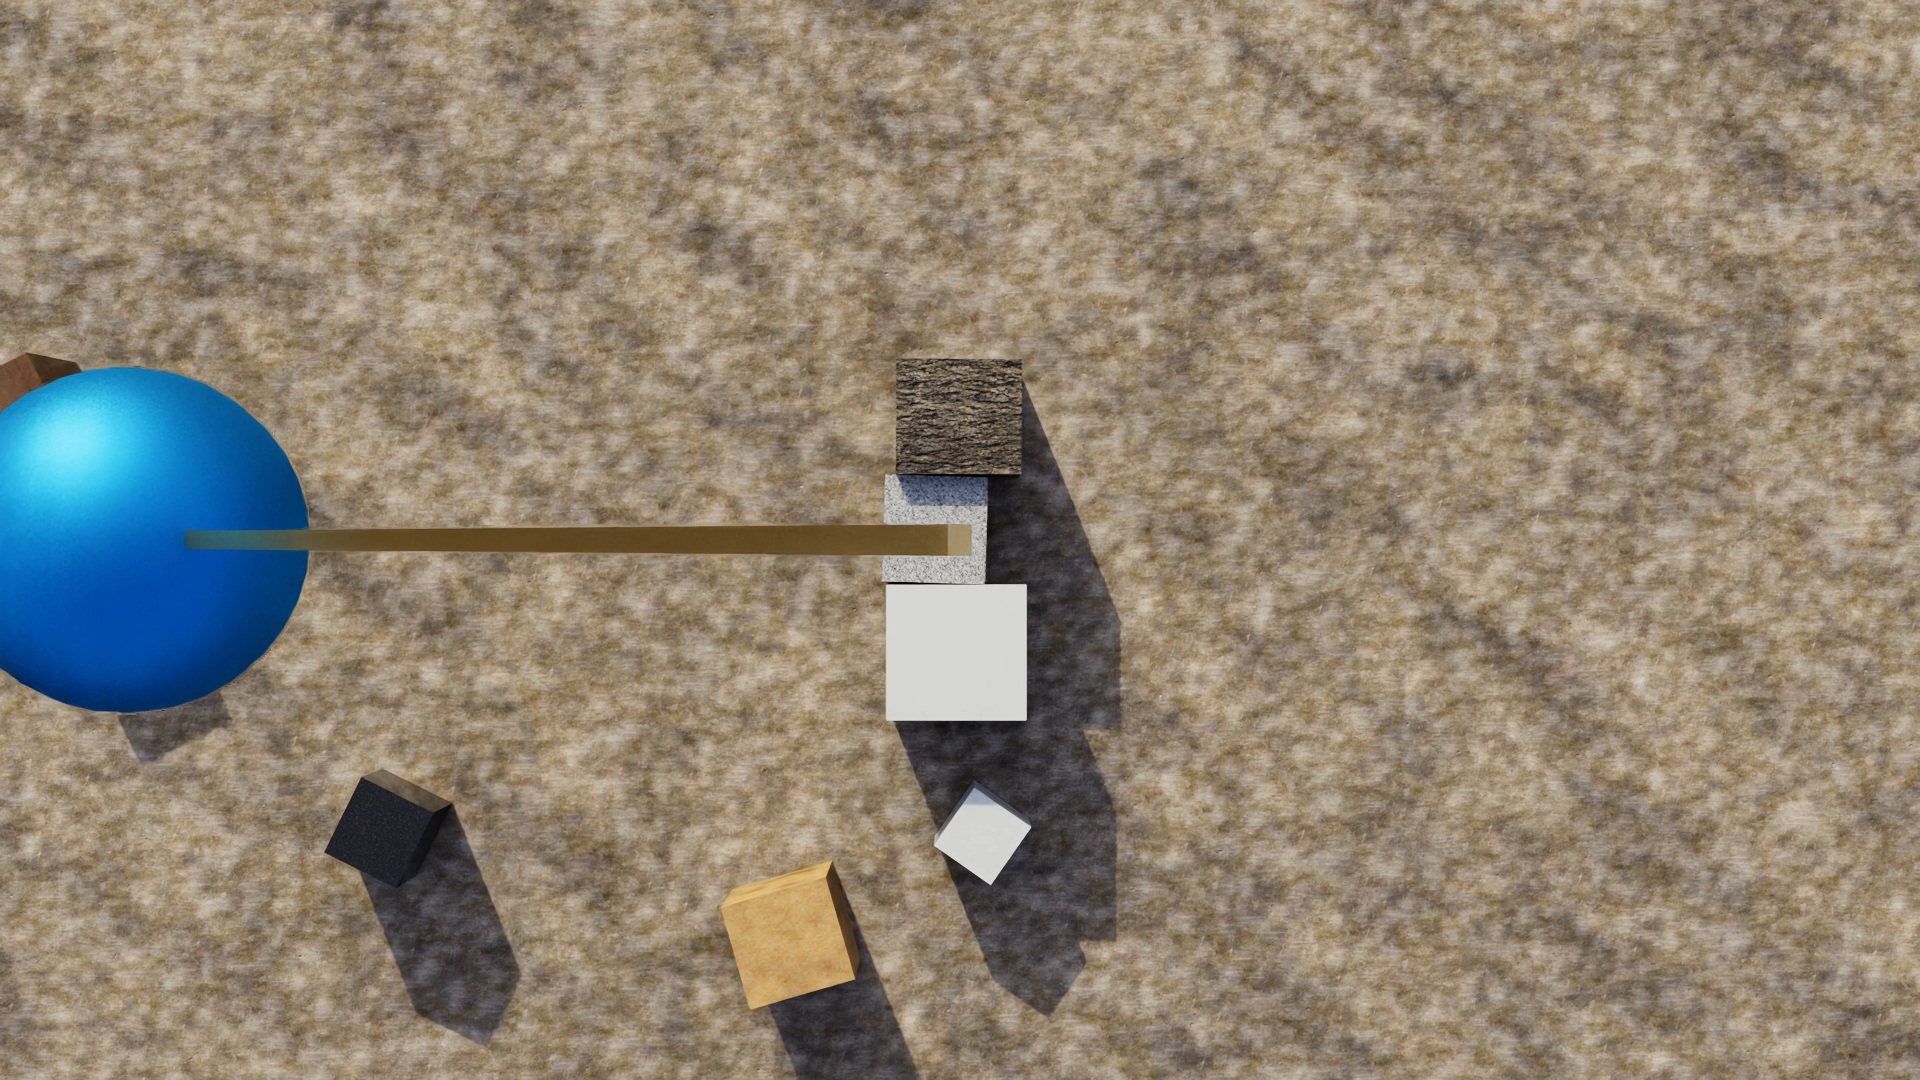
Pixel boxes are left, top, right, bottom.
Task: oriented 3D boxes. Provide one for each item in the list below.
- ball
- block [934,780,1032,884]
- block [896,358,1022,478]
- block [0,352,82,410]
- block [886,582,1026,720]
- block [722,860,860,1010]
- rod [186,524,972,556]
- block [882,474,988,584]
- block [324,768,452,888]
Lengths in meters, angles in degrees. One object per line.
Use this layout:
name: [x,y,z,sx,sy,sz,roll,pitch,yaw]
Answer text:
ball: [-3.843,0.000,10.180,1.600,1.600,1.600,0,90,0]
block: [0.130,1.699,12.803,0.398,0.394,0.405,35,90,0]
block: [-0.006,-0.692,12.656,0.704,0.688,0.646,0,90,0]
block: [-5.335,-0.607,12.652,0.599,0.695,0.691,-27,90,0]
block: [-0.020,0.634,12.686,0.790,0.628,0.763,0,90,0]
block: [-0.967,2.266,12.676,0.613,0.648,0.596,-16,90,0]
rod: [-1.665,0.000,7.568,0.080,5.200,0.080,0,90,-40]
block: [-0.140,-0.060,12.698,0.581,0.605,0.603,2,90,0]
block: [-3.312,1.668,12.765,0.459,0.471,0.479,26,90,0]
